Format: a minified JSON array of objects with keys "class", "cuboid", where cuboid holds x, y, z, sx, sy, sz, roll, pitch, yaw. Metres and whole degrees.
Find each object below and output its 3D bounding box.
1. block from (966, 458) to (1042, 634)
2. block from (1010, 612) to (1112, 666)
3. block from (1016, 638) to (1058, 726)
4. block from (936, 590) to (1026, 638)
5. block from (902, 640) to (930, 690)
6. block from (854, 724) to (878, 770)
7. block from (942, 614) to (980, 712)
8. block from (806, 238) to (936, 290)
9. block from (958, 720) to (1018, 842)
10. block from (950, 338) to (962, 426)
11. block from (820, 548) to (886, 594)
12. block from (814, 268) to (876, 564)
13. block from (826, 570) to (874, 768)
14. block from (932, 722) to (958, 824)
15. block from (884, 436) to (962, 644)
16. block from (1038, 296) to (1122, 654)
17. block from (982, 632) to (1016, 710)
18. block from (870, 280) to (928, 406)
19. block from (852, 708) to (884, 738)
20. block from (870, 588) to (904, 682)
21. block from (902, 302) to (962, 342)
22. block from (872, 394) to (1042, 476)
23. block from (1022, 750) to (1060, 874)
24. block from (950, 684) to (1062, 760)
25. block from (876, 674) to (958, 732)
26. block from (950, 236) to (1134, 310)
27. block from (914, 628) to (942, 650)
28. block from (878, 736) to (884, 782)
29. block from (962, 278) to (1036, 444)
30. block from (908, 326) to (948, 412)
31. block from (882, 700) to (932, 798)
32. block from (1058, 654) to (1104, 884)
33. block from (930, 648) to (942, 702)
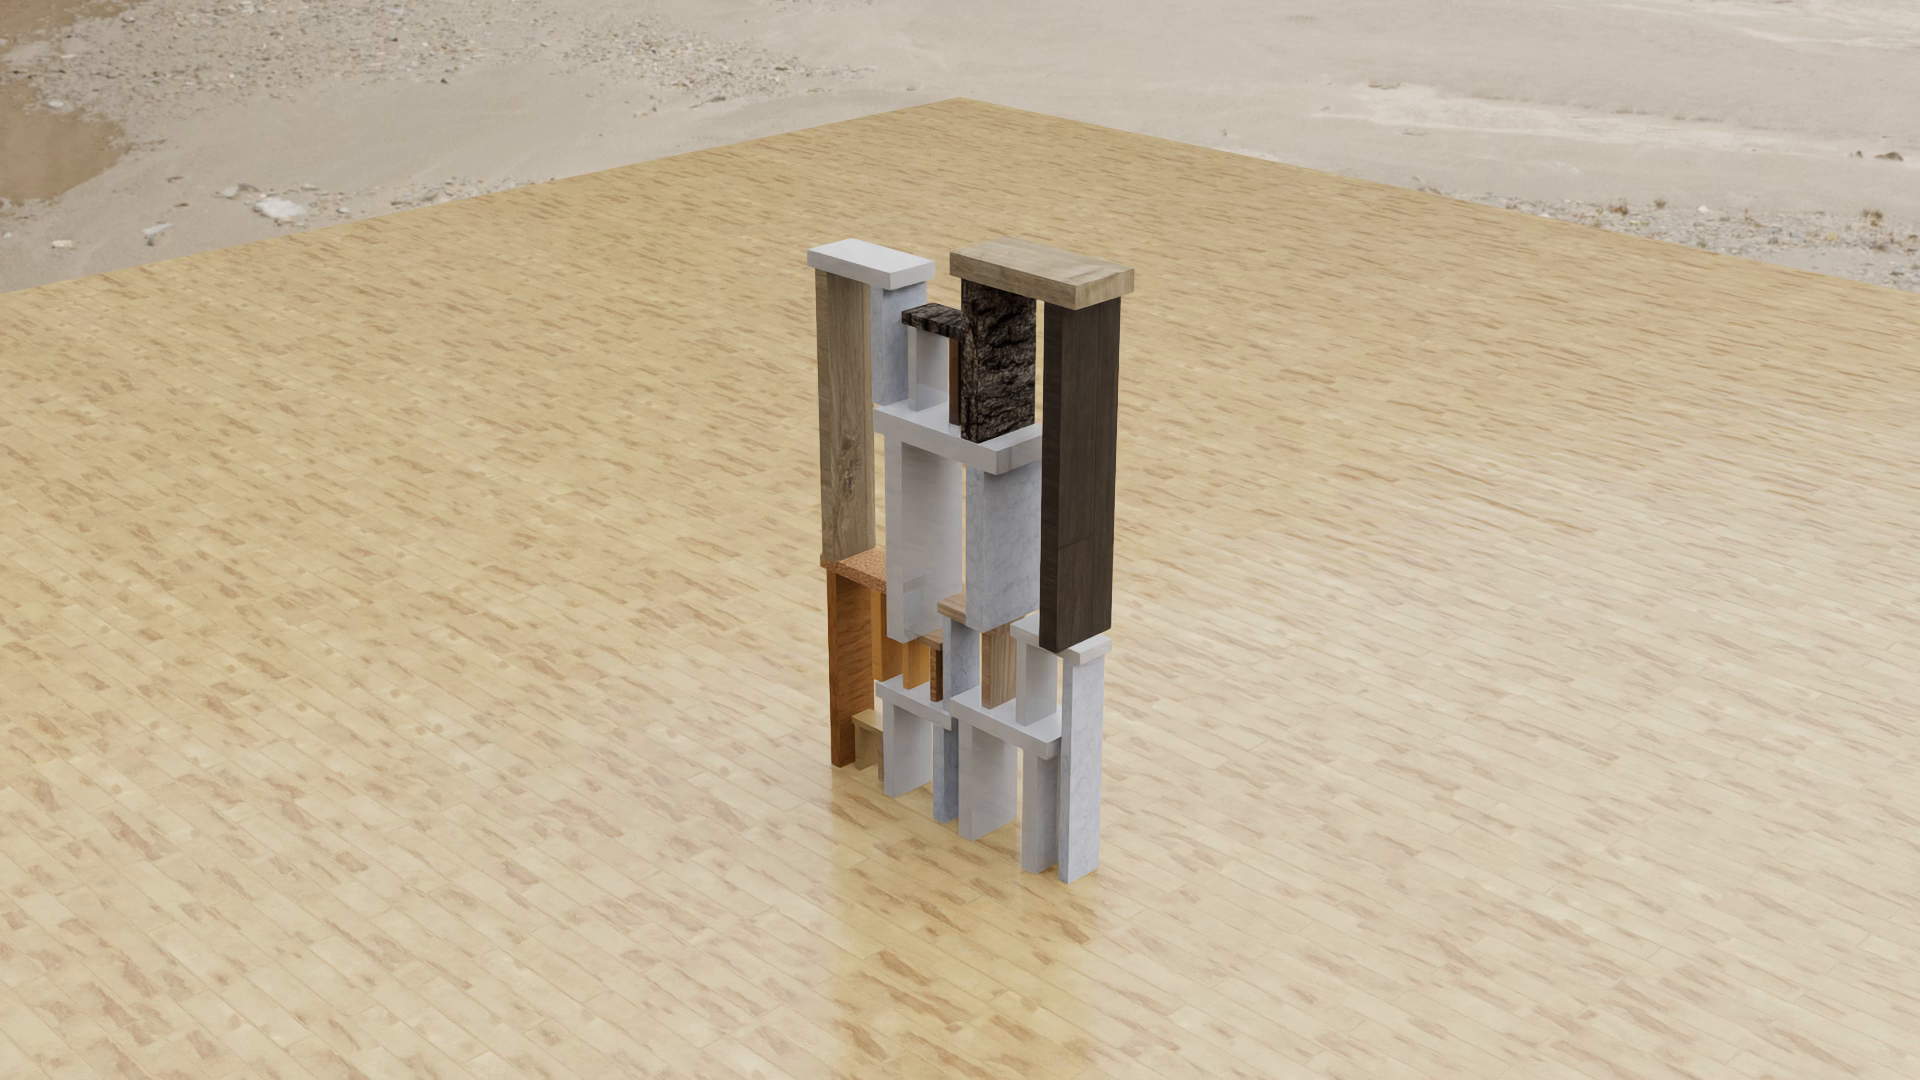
[{"class":"block","cuboid":[0.085,-0.004,4.130,0.046,0.327,0.163,21,31,41]},{"class":"block","cuboid":[0.187,0.181,4.093,0.176,0.025,0.088,21,31,41]},{"class":"block","cuboid":[0.146,0.257,4.171,0.088,0.176,0.025,-21,31,-41]},{"class":"block","cuboid":[0.040,0.141,4.234,0.159,0.023,0.080,21,31,41]},{"class":"block","cuboid":[-0.088,0.237,4.416,0.017,0.117,0.059,21,31,41]},{"class":"block","cuboid":[-0.196,0.427,4.620,0.015,0.104,0.052,21,31,41]},{"class":"block","cuboid":[0.003,0.232,4.313,0.080,0.207,0.023,-21,31,-41]},{"class":"block","cuboid":[-0.170,-0.526,4.184,0.117,0.033,0.233,-21,31,-41]},{"class":"block","cuboid":[0.056,0.455,4.356,0.037,0.259,0.130,21,31,41]},{"class":"block","cuboid":[0.018,-0.303,4.084,0.023,0.166,0.083,21,31,40]},{"class":"block","cuboid":[-0.179,0.055,4.447,0.200,0.028,0.100,21,31,41]},{"class":"block","cuboid":[-0.225,-0.253,4.359,0.033,0.607,0.117,21,31,41]},{"class":"block","cuboid":[-0.227,0.256,4.584,0.028,0.448,0.100,21,31,41]},{"class":"block","cuboid":[-0.005,0.451,4.418,0.031,0.218,0.109,21,31,41]},{"class":"block","cuboid":[-0.070,-0.020,4.290,0.046,0.422,0.163,21,31,41]},{"class":"block","cuboid":[0.213,-0.122,3.936,0.043,0.656,0.151,21,31,41]},{"class":"block","cuboid":[0.077,0.239,4.235,0.023,0.159,0.080,21,31,41]},{"class":"block","cuboid":[-0.115,-0.382,4.185,0.033,0.233,0.117,21,31,41]},{"class":"block","cuboid":[-0.171,0.382,4.575,0.104,0.015,0.052,21,31,41]},{"class":"block","cuboid":[-0.133,0.178,4.448,0.100,0.200,0.028,-21,31,-41]},{"class":"block","cuboid":[-0.021,-0.405,4.083,0.166,0.023,0.083,21,31,40]},{"class":"block","cuboid":[0.008,-0.206,4.127,0.327,0.046,0.163,21,31,40]},{"class":"block","cuboid":[0.178,0.503,4.244,0.037,0.259,0.130,21,31,41]},{"class":"block","cuboid":[0.117,0.343,4.242,0.259,0.037,0.130,21,31,41]},{"class":"block","cuboid":[-0.056,0.317,4.417,0.218,0.031,0.109,21,31,41]},{"class":"block","cuboid":[0.142,-0.472,3.865,0.302,0.043,0.151,21,31,41]},{"class":"block","cuboid":[-0.060,0.186,4.364,0.117,0.017,0.058,21,31,40]},{"class":"block","cuboid":[-0.147,0.446,4.575,0.015,0.104,0.052,21,31,41]},{"class":"block","cuboid":[0.071,-0.340,3.998,0.043,0.302,0.151,21,31,41]},{"class":"block","cuboid":[-0.060,-0.333,4.155,0.023,0.166,0.083,21,31,40]},{"class":"block","cuboid":[-0.107,0.411,4.513,0.031,0.218,0.109,21,31,41]},{"class":"block","cuboid":[0.229,0.426,4.152,0.025,0.472,0.088,21,31,41]},{"class":"block","cuboid":[-0.033,0.258,4.365,0.017,0.117,0.058,21,31,41]}]
